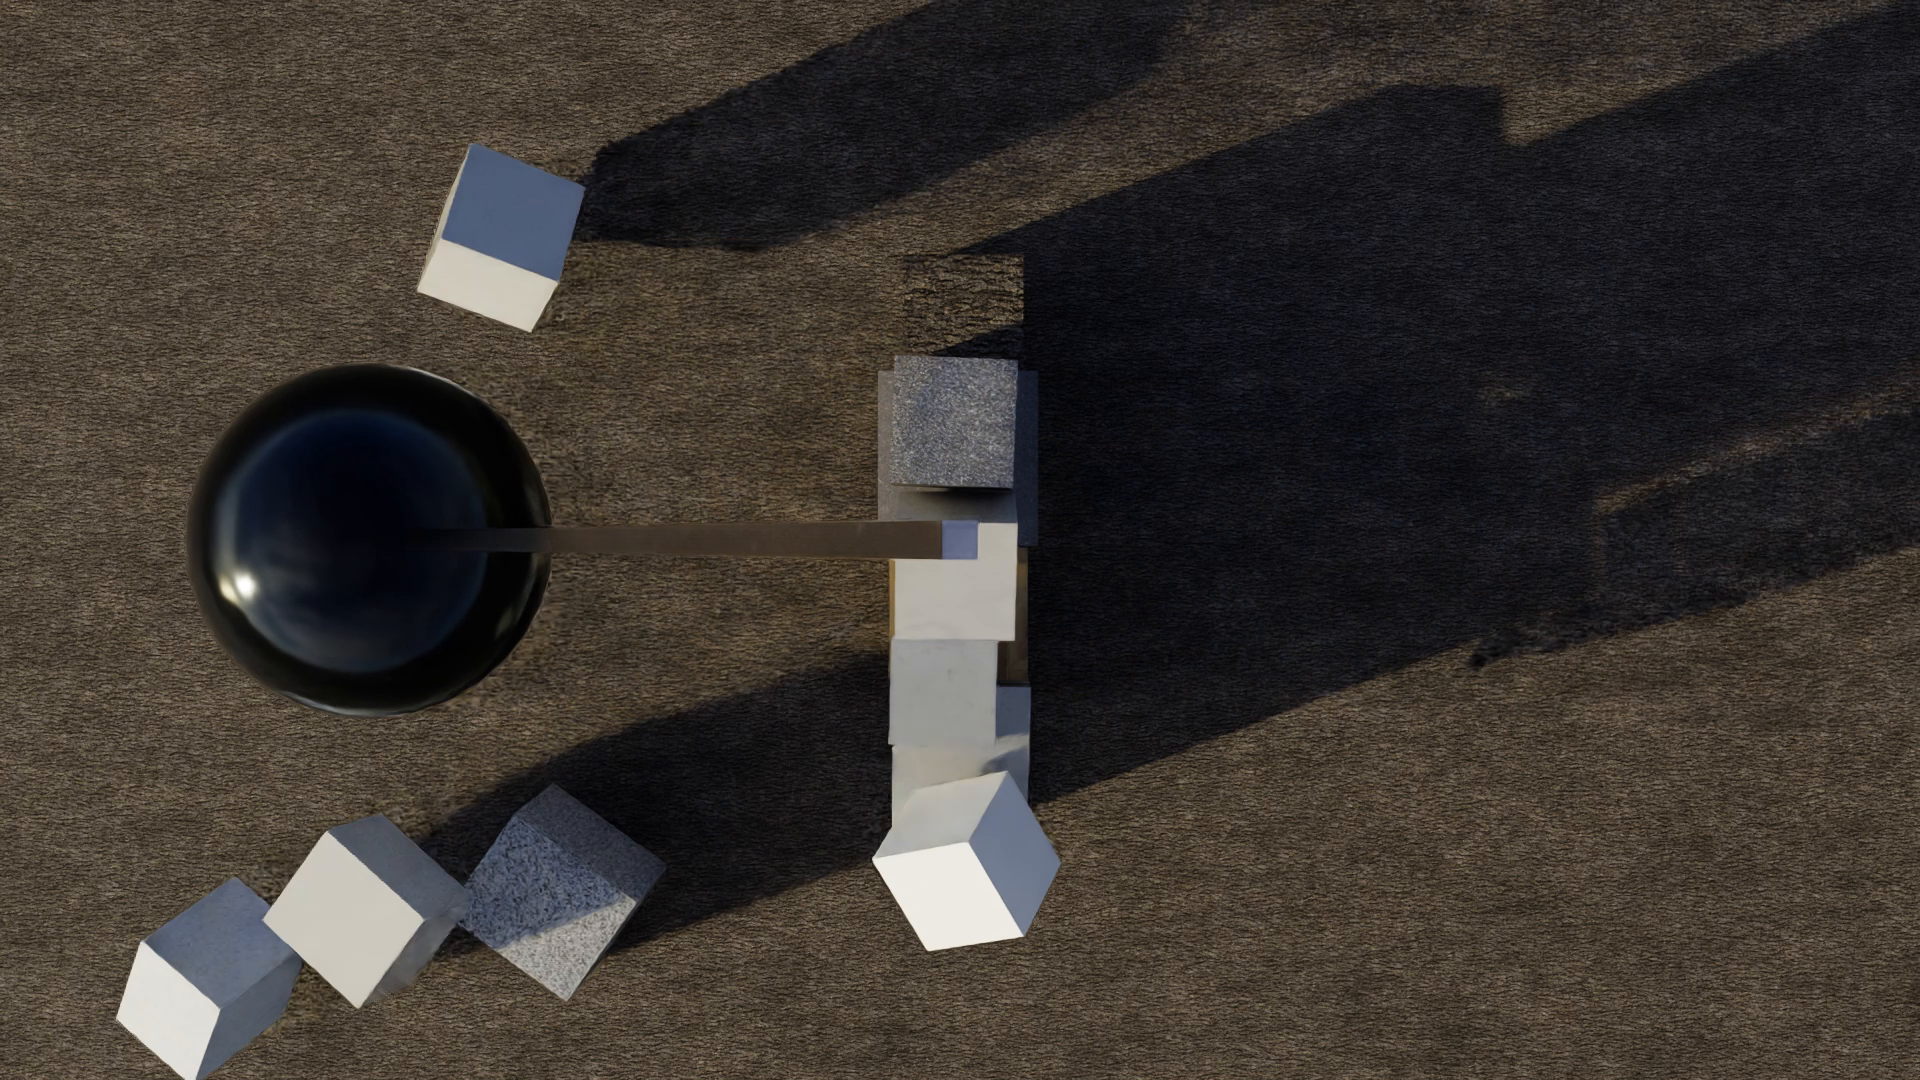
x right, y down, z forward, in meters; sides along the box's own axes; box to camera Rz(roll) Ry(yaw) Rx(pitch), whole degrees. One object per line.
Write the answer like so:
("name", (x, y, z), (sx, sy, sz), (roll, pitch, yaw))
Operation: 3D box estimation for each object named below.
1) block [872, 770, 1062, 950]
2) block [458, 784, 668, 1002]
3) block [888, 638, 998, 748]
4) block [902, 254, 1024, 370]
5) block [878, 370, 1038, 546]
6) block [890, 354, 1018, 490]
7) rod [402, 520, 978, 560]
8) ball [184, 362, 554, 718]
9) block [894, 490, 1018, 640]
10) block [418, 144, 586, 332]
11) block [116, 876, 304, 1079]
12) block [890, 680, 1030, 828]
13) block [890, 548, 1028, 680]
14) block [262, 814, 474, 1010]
("block", (0.042, 1.721, 11.785), (0.623, 0.601, 0.641), (-15, 115, 33))
("block", (-2.282, 1.990, 12.537), (0.834, 0.844, 0.697), (36, 97, 0))
("block", (-0.084, 0.818, 11.901), (0.562, 0.532, 0.567), (2, 88, 1))
("block", (0.017, -1.269, 12.650), (0.675, 0.700, 0.656), (0, 90, 0))
("block", (-0.011, -0.450, 12.547), (0.879, 0.905, 0.963), (0, 90, 0))
("block", (-0.032, -0.617, 11.769), (0.641, 0.652, 0.666), (2, 90, 0))
("rod", (-1.145, 0.000, 6.849), (0.080, 5.200, 0.080), (0, 90, -26))
("ball", (-2.643, 0.000, 9.901), (1.600, 1.600, 1.600), (0, 90, 0))
("block", (-0.022, 0.132, 11.818), (0.634, 0.588, 0.646), (1, 107, 0))
("block", (-2.603, -1.710, 12.489), (0.674, 0.603, 0.667), (20, 60, -18))
("block", (-4.216, 2.486, 12.431), (0.595, 0.704, 0.731), (37, 126, 10))
("block", (0.005, 1.205, 12.587), (0.756, 0.826, 0.799), (1, 90, 0))
("block", (-0.008, 0.415, 12.669), (0.777, 0.662, 0.746), (0, 90, 0))
("block", (-3.205, 2.005, 11.949), (0.723, 0.581, 0.637), (39, 101, 10))
